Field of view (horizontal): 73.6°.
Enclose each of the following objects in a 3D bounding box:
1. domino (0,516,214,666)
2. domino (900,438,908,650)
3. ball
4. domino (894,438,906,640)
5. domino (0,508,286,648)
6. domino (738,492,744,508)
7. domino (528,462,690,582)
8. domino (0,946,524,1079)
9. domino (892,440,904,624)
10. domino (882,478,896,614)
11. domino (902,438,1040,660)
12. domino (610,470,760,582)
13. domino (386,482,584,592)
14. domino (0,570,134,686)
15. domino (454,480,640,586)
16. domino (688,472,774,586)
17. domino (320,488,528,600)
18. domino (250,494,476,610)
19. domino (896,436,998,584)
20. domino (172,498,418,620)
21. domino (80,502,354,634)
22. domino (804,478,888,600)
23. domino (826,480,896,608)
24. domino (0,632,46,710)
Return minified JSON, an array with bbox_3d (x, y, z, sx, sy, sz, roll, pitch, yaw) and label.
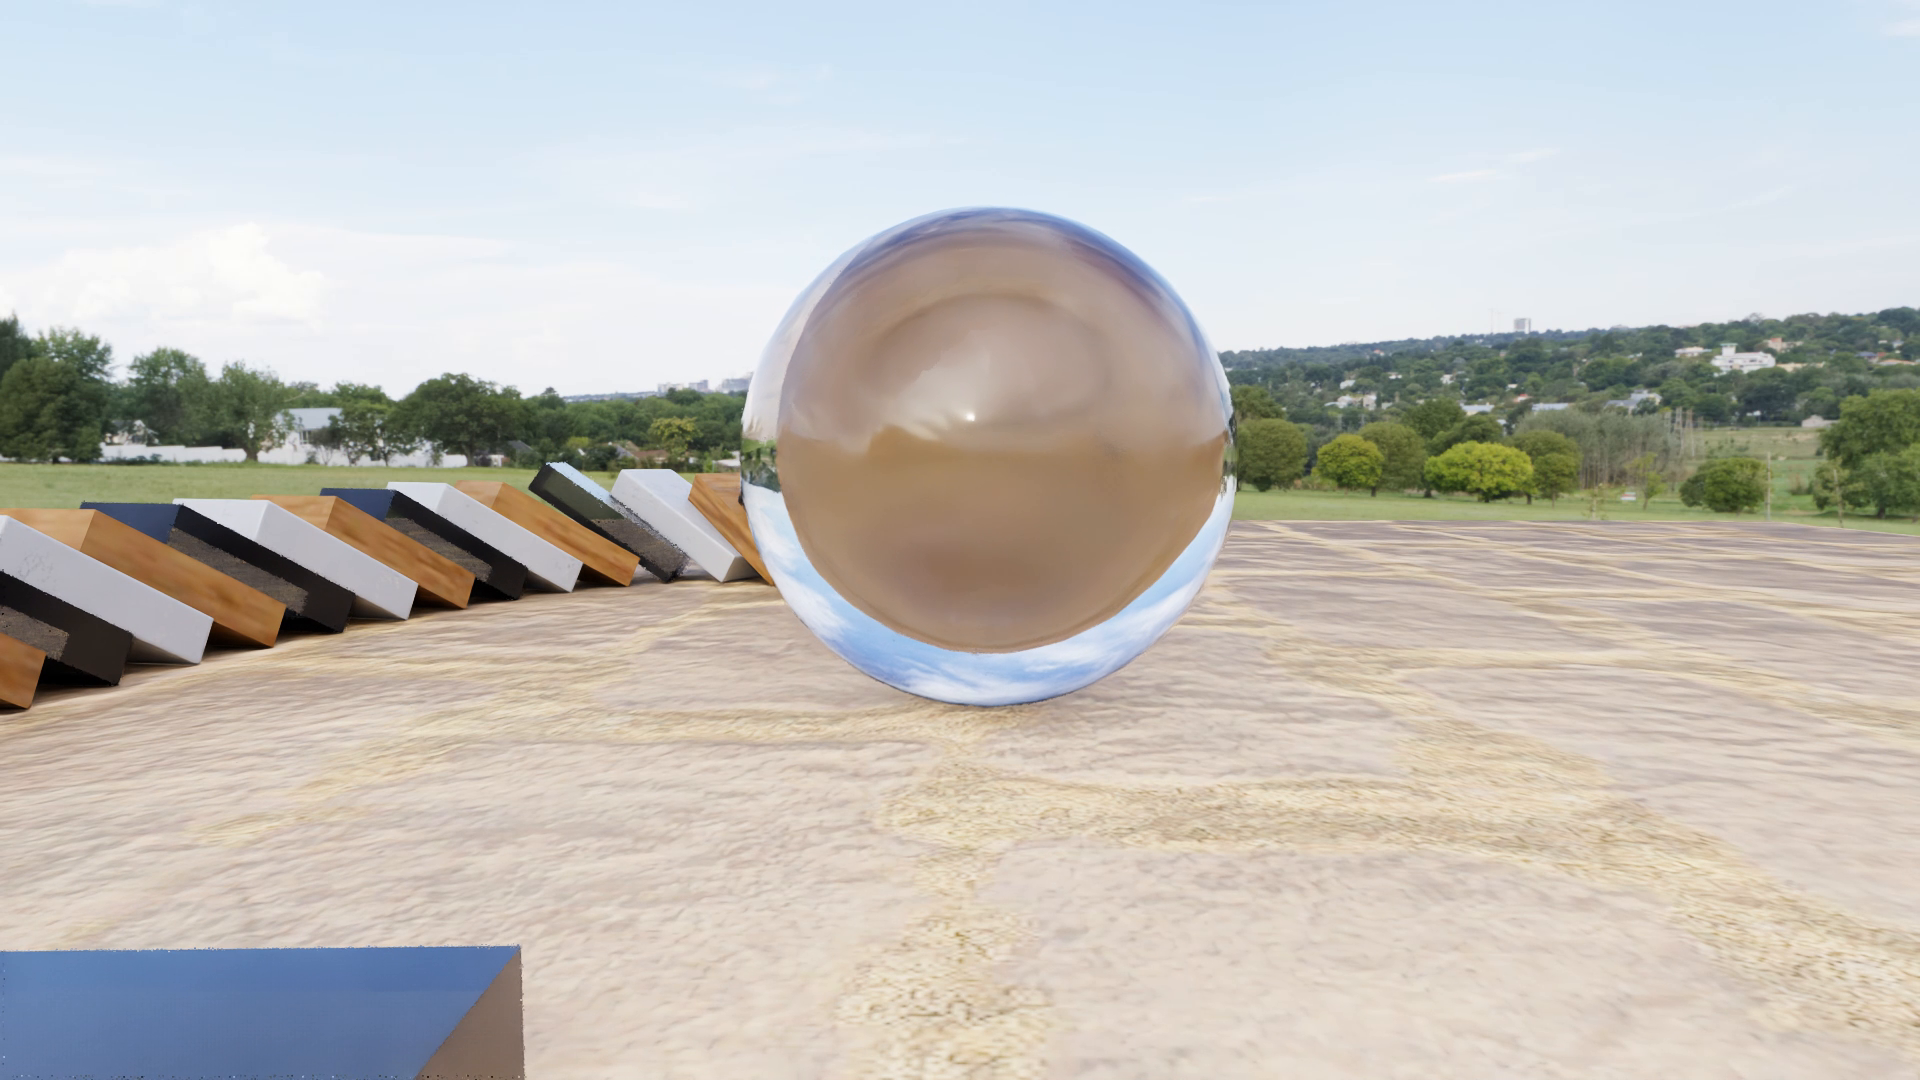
[{"bbox_3d":[-0.162,0.010,0.228,0.025,0.010,0.050,1,-23,8],"label":"domino"},{"bbox_3d":[0.000,0.000,0.278,0.025,0.050,0.009,0,-37,-4],"label":"domino"},{"bbox_3d":[0.005,-0.013,0.208,0.080,0.080,0.080,0,4,0],"label":"ball"},{"bbox_3d":[-0.002,-0.001,0.291,0.025,0.050,0.010,0,-37,-4],"label":"domino"},{"bbox_3d":[-0.160,0.008,0.250,0.025,0.009,0.050,1,-22,13],"label":"domino"},{"bbox_3d":[-0.045,-0.003,0.390,0.025,0.009,0.050,-3,35,-37],"label":"domino"},{"bbox_3d":[-0.108,-0.006,0.400,0.050,0.009,0.025,35,1,-5],"label":"domino"},{"bbox_3d":[-0.054,0.032,0.072,0.050,0.009,0.025,0,4,-2],"label":"domino"},{"bbox_3d":[-0.004,-0.003,0.316,0.025,0.050,0.010,0,-37,-4],"label":"domino"},{"bbox_3d":[-0.008,0.001,0.335,0.025,0.009,0.050,1,33,-4],"label":"domino"},{"bbox_3d":[0.001,0.001,0.266,0.025,0.050,0.010,0,-37,-4],"label":"domino"},{"bbox_3d":[-0.085,-0.005,0.409,0.050,0.009,0.025,35,17,19],"label":"domino"},{"bbox_3d":[-0.132,0.000,0.355,0.025,0.010,0.050,3,-24,33],"label":"domino"},{"bbox_3d":[-0.163,0.012,0.206,0.025,0.009,0.050,0,-23,5],"label":"domino"},{"bbox_3d":[-0.121,-0.002,0.374,0.025,0.009,0.050,4,-23,41],"label":"domino"},{"bbox_3d":[-0.061,-0.004,0.404,0.025,0.009,0.050,-4,36,-46],"label":"domino"},{"bbox_3d":[-0.140,0.002,0.335,0.025,0.009,0.050,2,-23,24],"label":"domino"},{"bbox_3d":[-0.146,0.004,0.314,0.025,0.009,0.050,2,-22,19],"label":"domino"},{"bbox_3d":[-0.002,-0.002,0.304,0.025,0.050,0.010,-2,-37,-5],"label":"domino"},{"bbox_3d":[-0.151,0.005,0.292,0.025,0.009,0.050,1,-22,16],"label":"domino"},{"bbox_3d":[-0.157,0.007,0.272,0.025,0.009,0.050,1,-22,16],"label":"domino"},{"bbox_3d":[-0.028,-0.001,0.373,0.025,0.009,0.050,-1,33,-19],"label":"domino"},{"bbox_3d":[-0.019,0.000,0.355,0.025,0.009,0.050,-1,33,-19],"label":"domino"},{"bbox_3d":[-0.162,0.013,0.184,0.025,0.009,0.050,0,-23,2],"label":"domino"}]
